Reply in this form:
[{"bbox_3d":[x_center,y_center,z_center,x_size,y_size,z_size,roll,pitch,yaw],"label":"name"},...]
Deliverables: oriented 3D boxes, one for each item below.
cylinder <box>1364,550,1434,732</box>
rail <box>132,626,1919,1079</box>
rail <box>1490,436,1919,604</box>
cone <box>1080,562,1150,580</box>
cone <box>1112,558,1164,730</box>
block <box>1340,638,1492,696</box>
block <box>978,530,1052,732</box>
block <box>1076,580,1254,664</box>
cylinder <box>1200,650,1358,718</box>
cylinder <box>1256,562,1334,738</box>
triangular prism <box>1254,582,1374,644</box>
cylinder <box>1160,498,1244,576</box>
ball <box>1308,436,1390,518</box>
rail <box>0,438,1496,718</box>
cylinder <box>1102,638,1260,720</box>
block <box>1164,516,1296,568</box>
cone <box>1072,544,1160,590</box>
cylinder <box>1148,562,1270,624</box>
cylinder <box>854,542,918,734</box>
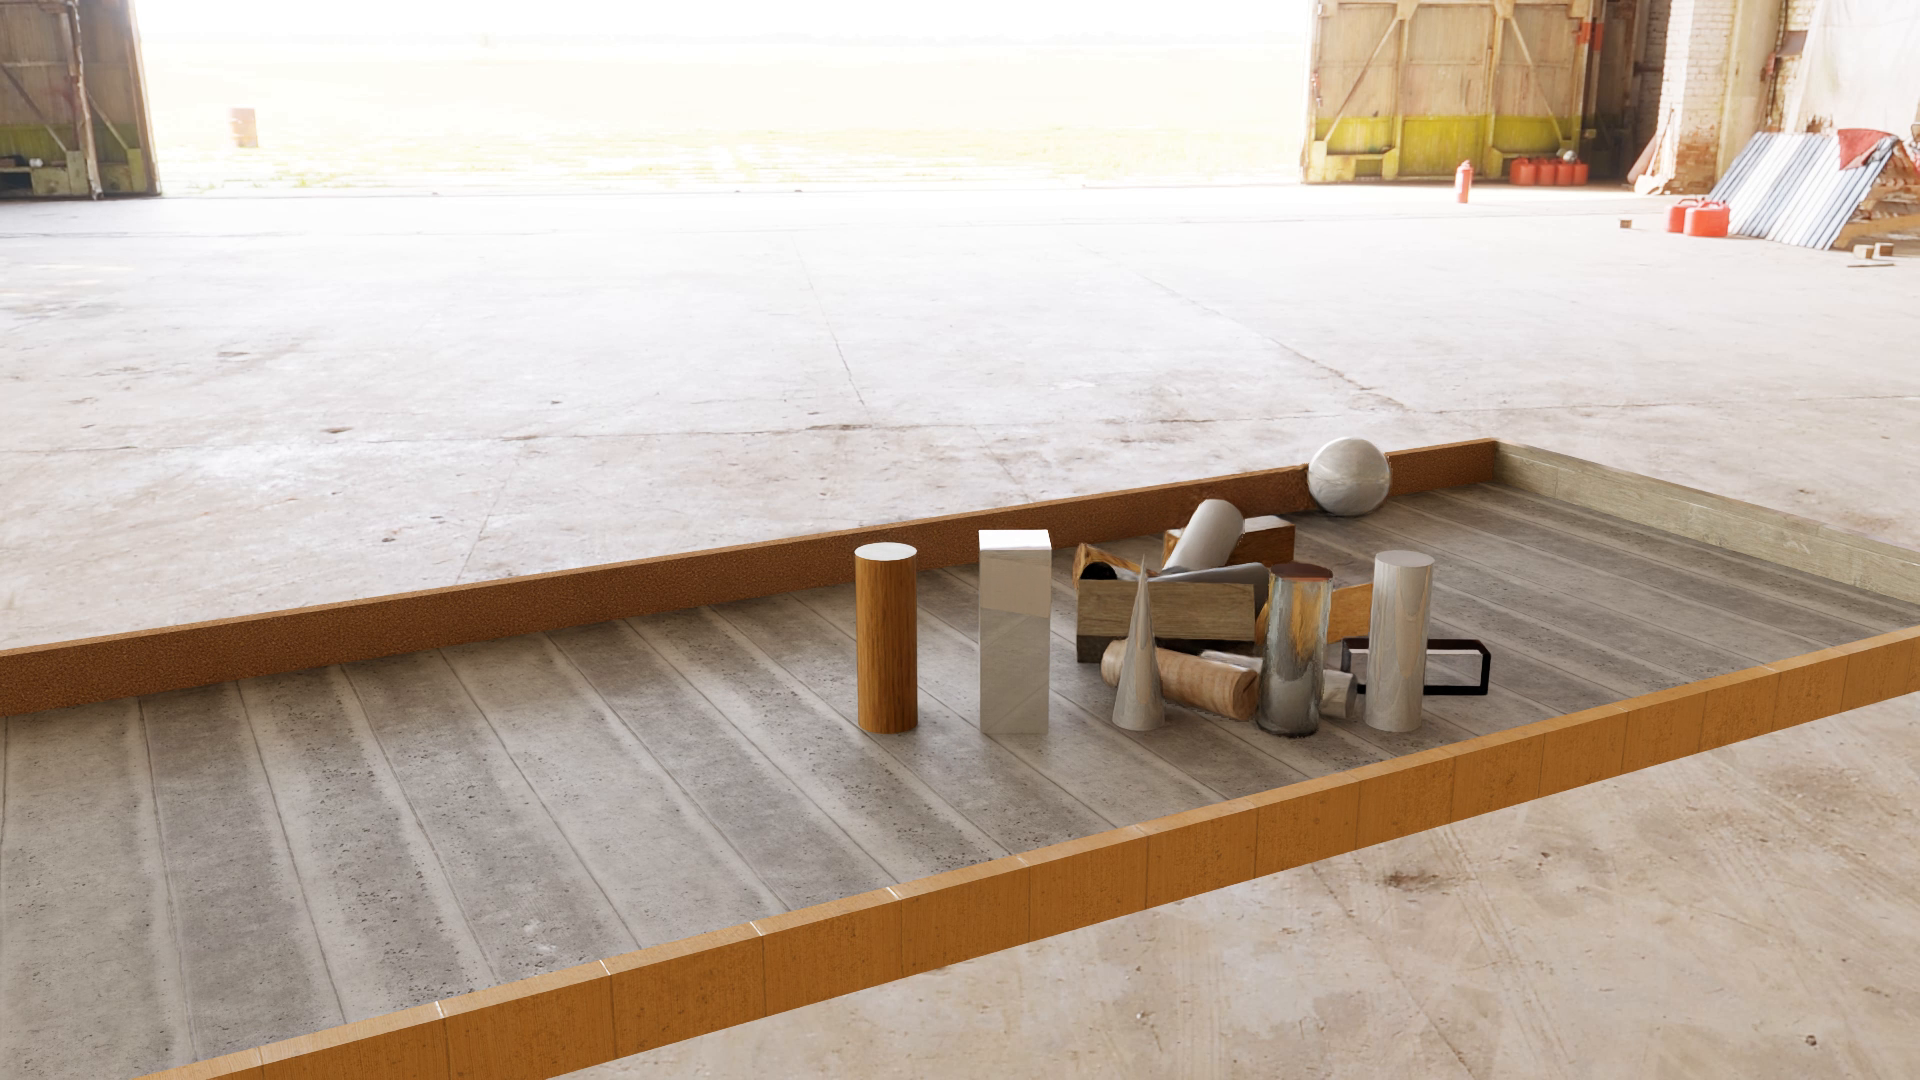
[{"bbox_3d":[1.021,0.235,3.842,0.131,0.402,0.131,0,16,0],"label":"cylinder"},{"bbox_3d":[-2.336,1.006,1.665,12.000,0.150,0.050,-9,18,-27],"label":"rail"},{"bbox_3d":[2.466,-0.048,5.253,0.050,0.150,2.100,-9,18,-27],"label":"rail"},{"bbox_3d":[0.524,0.138,4.750,0.374,0.154,0.154,1,12,-43],"label":"cone"},{"bbox_3d":[0.422,0.229,3.845,0.124,0.411,0.124,0,16,0],"label":"cone"},{"bbox_3d":[1.128,0.314,4.095,0.339,0.108,0.108,0,16,1],"label":"block"},{"bbox_3d":[0.125,0.213,3.845,0.159,0.443,0.159,0,16,-1],"label":"block"},{"bbox_3d":[0.523,0.215,4.222,0.442,0.160,0.160,2,60,5],"label":"block"},{"bbox_3d":[0.763,0.347,3.984,0.367,0.108,0.108,8,18,26],"label":"cylinder"},{"bbox_3d":[0.771,0.254,3.806,0.142,0.380,0.142,2,18,-1],"label":"cylinder"},{"bbox_3d":[0.970,0.199,4.453,0.364,0.120,0.139,-9,18,-27],"label":"triangular prism"},{"bbox_3d":[0.700,0.036,4.774,0.147,0.147,0.337,8,39,26],"label":"cylinder"},{"bbox_3d":[1.316,-0.211,5.582,0.276,0.276,0.276,0,16,0],"label":"ball"},{"bbox_3d":[-3.305,0.497,3.399,12.000,0.150,0.050,-9,18,-27],"label":"rail"},{"bbox_3d":[0.529,0.332,3.974,0.390,0.120,0.120,11,20,43],"label":"cylinder"},{"bbox_3d":[0.827,0.022,5.059,0.397,0.124,0.124,-8,18,-26],"label":"block"},{"bbox_3d":[0.517,0.107,4.872,0.344,0.137,0.137,9,15,-8],"label":"cone"},{"bbox_3d":[0.667,0.167,4.481,0.351,0.171,0.171,-8,18,-24],"label":"cylinder"},{"bbox_3d":[-0.170,0.228,3.833,0.141,0.421,0.141,0,16,0],"label":"cylinder"}]
